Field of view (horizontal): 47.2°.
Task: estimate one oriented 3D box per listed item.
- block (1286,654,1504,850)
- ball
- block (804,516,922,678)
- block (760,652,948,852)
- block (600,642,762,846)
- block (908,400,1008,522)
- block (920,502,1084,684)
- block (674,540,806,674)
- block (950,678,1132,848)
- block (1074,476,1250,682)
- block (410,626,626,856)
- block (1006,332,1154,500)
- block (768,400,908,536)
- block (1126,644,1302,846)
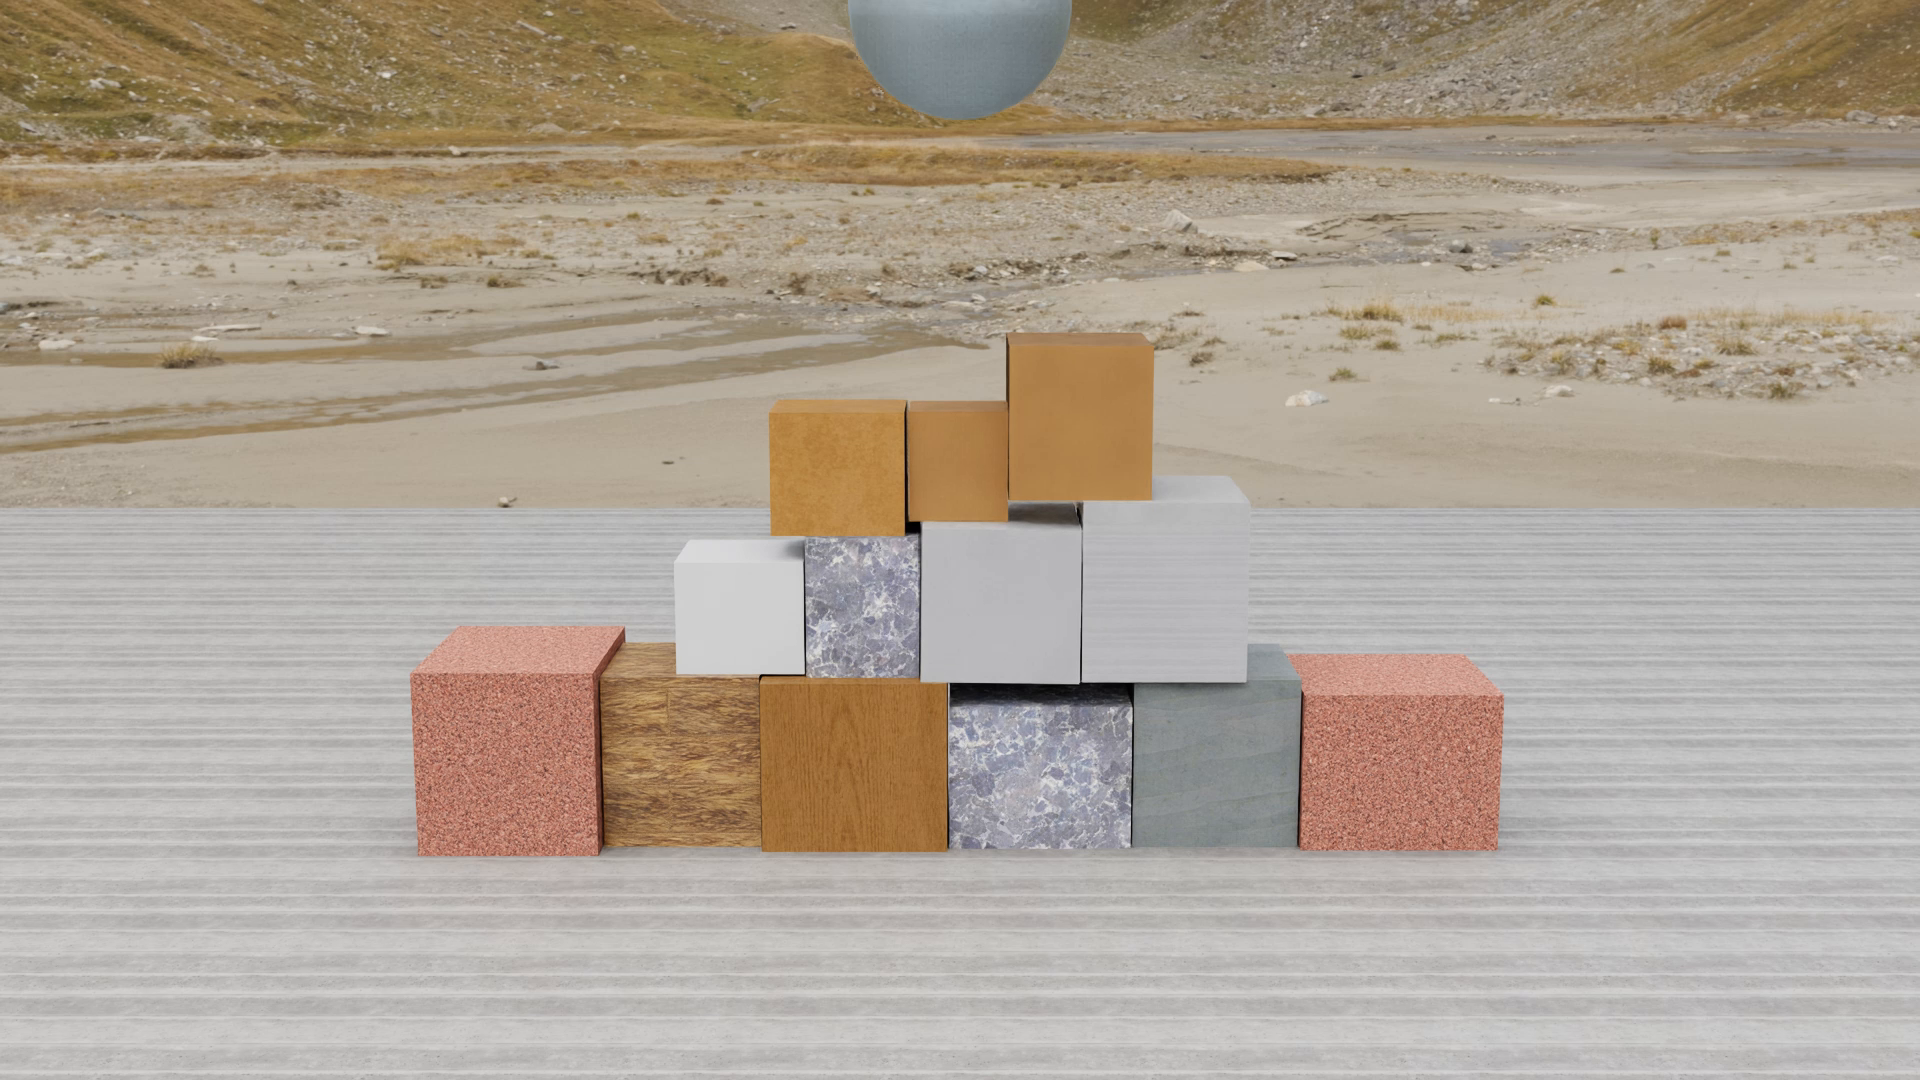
[{"bbox_3d":[2.199,1.082,11.375,0.985,0.801,0.884,0,10,0],"label":"block"},{"bbox_3d":[0.000,-3.816,15.726,1.600,1.600,1.600,0,10,0],"label":"ball"},{"bbox_3d":[-0.485,0.283,11.216,0.562,0.705,0.638,0,10,0],"label":"block"},{"bbox_3d":[-0.526,1.052,11.370,0.925,0.863,0.930,0,10,0],"label":"block"},{"bbox_3d":[-1.393,1.044,11.374,0.789,0.876,0.775,0,10,0],"label":"block"},{"bbox_3d":[-0.007,-0.404,11.119,0.493,0.550,0.450,0,10,0],"label":"block"},{"bbox_3d":[0.204,0.253,11.221,0.786,0.769,0.852,1,10,0],"label":"block"},{"bbox_3d":[-1.095,0.335,11.242,0.640,0.567,0.632,0,10,0],"label":"block"},{"bbox_3d":[0.401,1.116,11.388,0.910,0.731,0.838,0,10,0],"label":"block"},{"bbox_3d":[1.009,0.182,11.219,0.814,0.899,0.881,0,10,0],"label":"block"},{"bbox_3d":[-2.245,1.016,11.367,0.893,0.933,1.066,0,10,0],"label":"block"},{"bbox_3d":[0.590,-0.635,11.084,0.700,0.756,0.773,0,10,0],"label":"block"},{"bbox_3d":[-0.606,-0.373,11.130,0.665,0.617,0.560,0,10,0],"label":"block"},{"bbox_3d":[1.281,1.048,11.383,0.830,0.864,0.798,0,10,0],"label":"block"}]
